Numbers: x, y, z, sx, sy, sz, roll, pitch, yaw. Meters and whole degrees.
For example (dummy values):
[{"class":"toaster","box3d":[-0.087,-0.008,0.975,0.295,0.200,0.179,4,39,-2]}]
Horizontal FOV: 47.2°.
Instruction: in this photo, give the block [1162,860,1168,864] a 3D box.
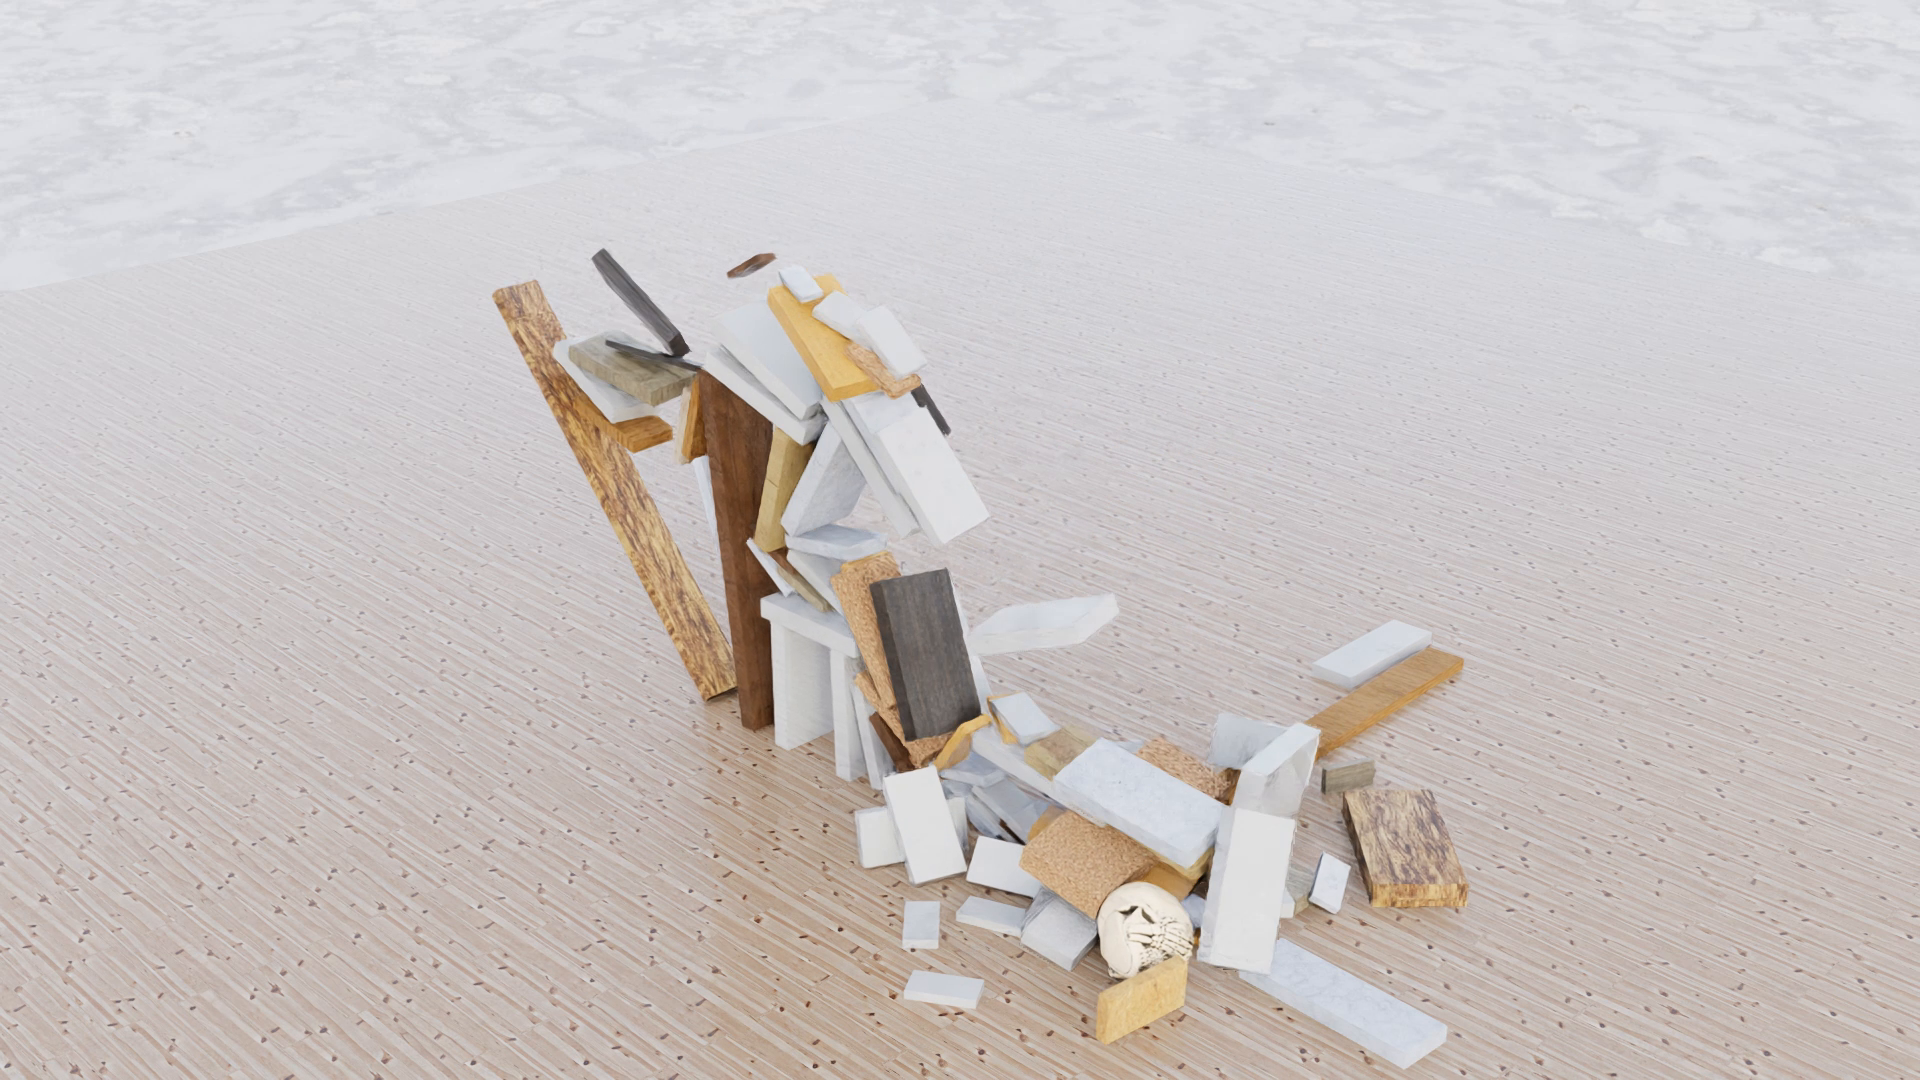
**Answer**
[{"class":"block","box3d":[0.349,0.571,4.242,0.219,0.031,0.109,25,5,13]}]

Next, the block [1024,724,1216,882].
[{"class":"block","box3d":[0.313,0.477,4.052,0.122,0.035,0.443,-25,40,-33]}]

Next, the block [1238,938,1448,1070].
[{"class":"block","box3d":[0.663,0.802,3.828,0.115,0.033,0.364,-20,30,-38]}]

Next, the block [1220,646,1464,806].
[{"class":"block","box3d":[0.821,0.401,4.783,0.092,0.026,0.893,20,30,39]}]

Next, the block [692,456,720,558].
[{"class":"block","box3d":[-0.496,-0.081,4.734,0.110,0.220,0.031,-17,4,-42]}]

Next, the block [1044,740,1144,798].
[{"class":"block","box3d":[0.273,0.467,4.485,0.232,0.030,0.107,1,64,-24]}]

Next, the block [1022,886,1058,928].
[{"class":"block","box3d":[0.168,0.680,4.072,0.065,0.018,0.130,31,41,6]}]

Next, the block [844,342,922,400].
[{"class":"block","box3d":[-0.148,-0.331,4.192,0.071,0.020,0.142,-32,66,-33]}]

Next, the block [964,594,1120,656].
[{"class":"block","box3d":[0.153,0.160,4.154,0.273,0.039,0.136,-9,18,42]}]

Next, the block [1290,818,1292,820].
[{"class":"block","box3d":[0.604,0.553,4.435,0.116,0.016,0.058,-4,23,-11]}]

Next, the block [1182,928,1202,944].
[{"class":"block","box3d":[0.463,0.727,4.025,0.117,0.017,0.058,21,31,40]}]

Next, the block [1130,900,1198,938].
[{"class":"block","box3d":[0.379,0.699,4.051,0.117,0.017,0.059,10,25,25]}]

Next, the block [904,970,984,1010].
[{"class":"block","box3d":[-0.027,0.791,3.872,0.130,0.018,0.065,6,24,13]}]

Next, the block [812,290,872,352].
[{"class":"block","box3d":[-0.205,-0.422,4.224,0.142,0.020,0.071,33,53,18]}]

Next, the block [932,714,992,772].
[{"class":"block","box3d":[0.004,0.400,4.334,0.073,0.146,0.021,-22,66,-40]}]

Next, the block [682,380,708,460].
[{"class":"block","box3d":[-0.539,-0.267,4.709,0.093,0.185,0.026,-20,46,-41]}]

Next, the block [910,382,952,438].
[{"class":"block","box3d":[-0.150,-0.299,4.321,0.140,0.280,0.040,-26,-9,-35]}]

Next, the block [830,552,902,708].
[{"class":"block","box3d":[-0.145,0.179,4.422,0.141,0.282,0.040,-24,2,-41]}]

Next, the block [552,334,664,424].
[{"class":"block","box3d":[-0.789,-0.365,4.928,0.131,0.037,0.261,-15,49,-39]}]

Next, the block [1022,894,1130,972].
[{"class":"block","box3d":[0.213,0.694,4.026,0.105,0.030,0.211,28,39,22]}]

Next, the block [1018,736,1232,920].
[{"class":"block","box3d":[0.318,0.536,4.160,0.178,0.050,0.457,33,40,23]}]

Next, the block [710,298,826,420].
[{"class":"block","box3d":[-0.362,-0.368,4.457,0.280,0.040,0.140,44,44,17]}]

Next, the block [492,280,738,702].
[{"class":"block","box3d":[-0.778,-0.122,5.010,0.110,1.065,0.031,-21,-11,-41]}]

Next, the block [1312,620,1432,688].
[{"class":"block","box3d":[0.957,0.263,5.103,0.105,0.030,0.329,21,31,40]}]

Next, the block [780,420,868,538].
[{"class":"block","box3d":[-0.245,-0.145,4.482,0.160,0.330,0.045,-23,65,-38]}]

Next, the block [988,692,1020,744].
[{"class":"block","box3d":[0.106,0.348,4.304,0.073,0.021,0.146,-7,29,-11]}]

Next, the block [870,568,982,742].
[{"class":"block","box3d":[-0.066,0.227,4.360,0.160,0.319,0.045,-10,-6,-33]}]

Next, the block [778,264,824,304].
[{"class":"block","box3d":[-0.309,-0.498,4.269,0.049,0.014,0.097,-19,47,-24]}]

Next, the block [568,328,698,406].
[{"class":"block","box3d":[-0.717,-0.381,4.837,0.130,0.037,0.301,-27,41,-37]}]

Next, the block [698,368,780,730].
[{"class":"block","box3d":[-0.443,0.010,4.710,0.148,0.803,0.042,-21,24,-40]}]

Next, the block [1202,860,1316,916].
[{"class":"block","box3d":[0.576,0.641,4.207,0.230,0.033,0.115,20,30,39]}]

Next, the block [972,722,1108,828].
[{"class":"block","box3d":[0.194,0.431,4.215,0.141,0.040,0.352,-24,37,-37]}]

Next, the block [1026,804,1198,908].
[{"class":"block","box3d":[0.289,0.603,4.157,0.315,0.031,0.109,25,23,14]}]

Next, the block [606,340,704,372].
[{"class":"block","box3d":[-0.650,-0.397,4.763,0.305,0.014,0.049,18,11,38]}]

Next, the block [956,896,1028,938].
[{"class":"block","box3d":[0.065,0.699,4.089,0.130,0.018,0.065,10,25,23]}]

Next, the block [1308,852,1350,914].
[{"class":"block","box3d":[0.697,0.647,4.147,0.058,0.016,0.116,29,41,-1]}]

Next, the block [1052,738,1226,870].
[{"class":"block","box3d":[0.331,0.473,3.981,0.313,0.039,0.136,27,48,36]}]

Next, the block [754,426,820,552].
[{"class":"block","box3d":[-0.336,-0.122,4.561,0.148,0.295,0.042,-21,48,-40]}]

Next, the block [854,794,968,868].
[{"class":"block","box3d":[-0.093,0.566,4.284,0.214,0.107,0.030,-8,8,-17]}]

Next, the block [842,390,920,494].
[{"class":"block","box3d":[-0.128,-0.221,4.245,0.122,0.245,0.035,-26,-10,-31]}]

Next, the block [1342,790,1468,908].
[{"class":"block","box3d":[0.863,0.598,4.288,0.178,0.050,0.355,0,23,0]}]
